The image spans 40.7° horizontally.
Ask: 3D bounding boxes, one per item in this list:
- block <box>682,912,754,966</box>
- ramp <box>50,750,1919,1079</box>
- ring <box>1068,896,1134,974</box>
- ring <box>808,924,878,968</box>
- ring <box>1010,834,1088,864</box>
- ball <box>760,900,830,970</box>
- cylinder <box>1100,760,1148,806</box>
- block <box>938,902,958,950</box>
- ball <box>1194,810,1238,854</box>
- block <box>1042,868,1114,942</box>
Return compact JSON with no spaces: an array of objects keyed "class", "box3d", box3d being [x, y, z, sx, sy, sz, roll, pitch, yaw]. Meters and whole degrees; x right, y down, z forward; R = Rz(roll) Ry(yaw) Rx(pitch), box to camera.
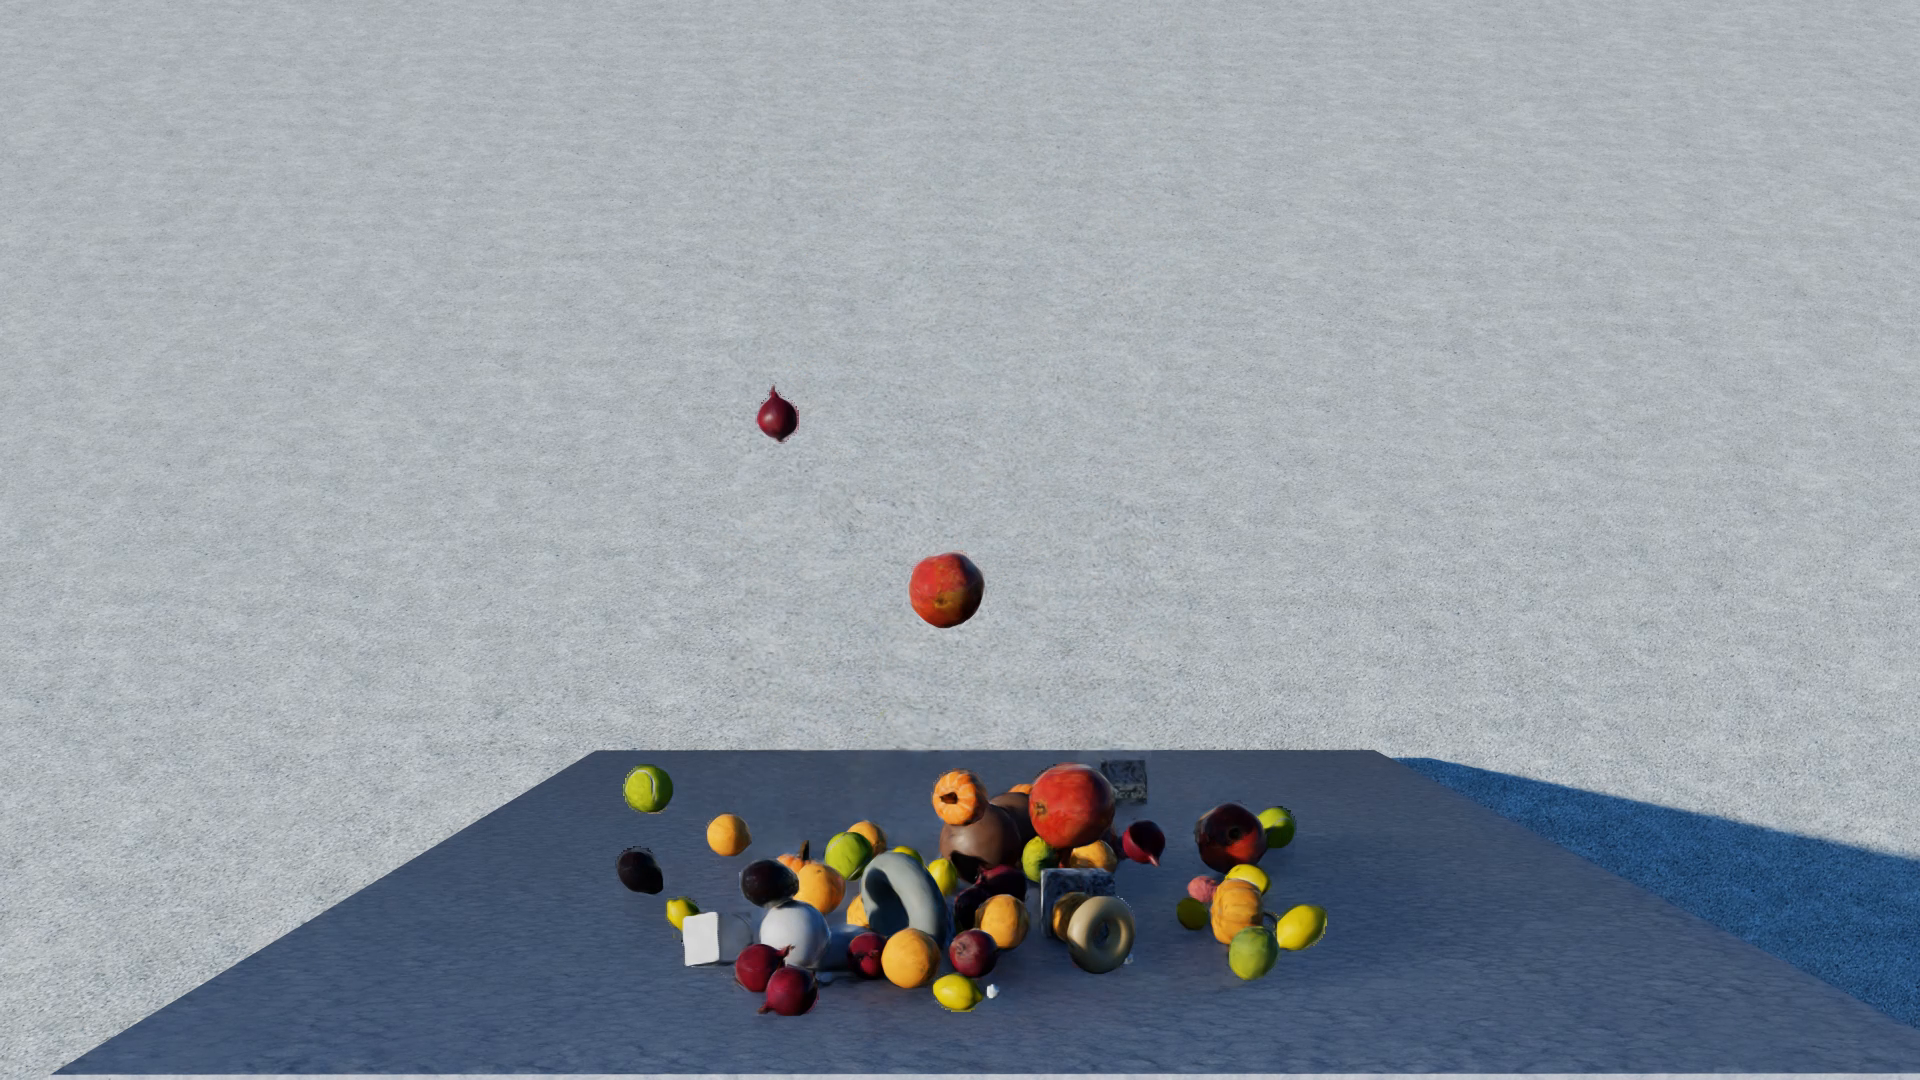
[{"class":"block","box3d":[-0.305,0.505,3.268,0.061,0.061,0.061,-16,-18,38]},{"class":"ramp","box3d":[0.066,0.593,4.648,2.000,0.100,4.000,0,0,0]},{"class":"ring","box3d":[0.177,0.497,3.255,0.099,0.099,0.033,-21,14,-32]},{"class":"ring","box3d":[-0.173,0.524,3.338,0.134,0.045,0.134,-1,0,0]},{"class":"ring","box3d":[0.150,0.522,4.371,0.131,0.044,0.131,-1,-1,0]},{"class":"ball","box3d":[-0.207,0.495,3.241,0.087,0.087,0.087,0,30,0]},{"class":"cylinder","box3d":[0.333,0.493,5.266,0.090,0.090,0.090,-3,29,5]},{"class":"block","box3d":[-0.041,0.514,3.427,0.054,0.054,0.054,-9,-2,20]},{"class":"ball","box3d":[0.442,0.506,4.471,0.075,0.075,0.075,0,30,0]},{"class":"block","box3d":[0.162,0.502,3.565,0.087,0.087,0.087,0,0,-8]}]
